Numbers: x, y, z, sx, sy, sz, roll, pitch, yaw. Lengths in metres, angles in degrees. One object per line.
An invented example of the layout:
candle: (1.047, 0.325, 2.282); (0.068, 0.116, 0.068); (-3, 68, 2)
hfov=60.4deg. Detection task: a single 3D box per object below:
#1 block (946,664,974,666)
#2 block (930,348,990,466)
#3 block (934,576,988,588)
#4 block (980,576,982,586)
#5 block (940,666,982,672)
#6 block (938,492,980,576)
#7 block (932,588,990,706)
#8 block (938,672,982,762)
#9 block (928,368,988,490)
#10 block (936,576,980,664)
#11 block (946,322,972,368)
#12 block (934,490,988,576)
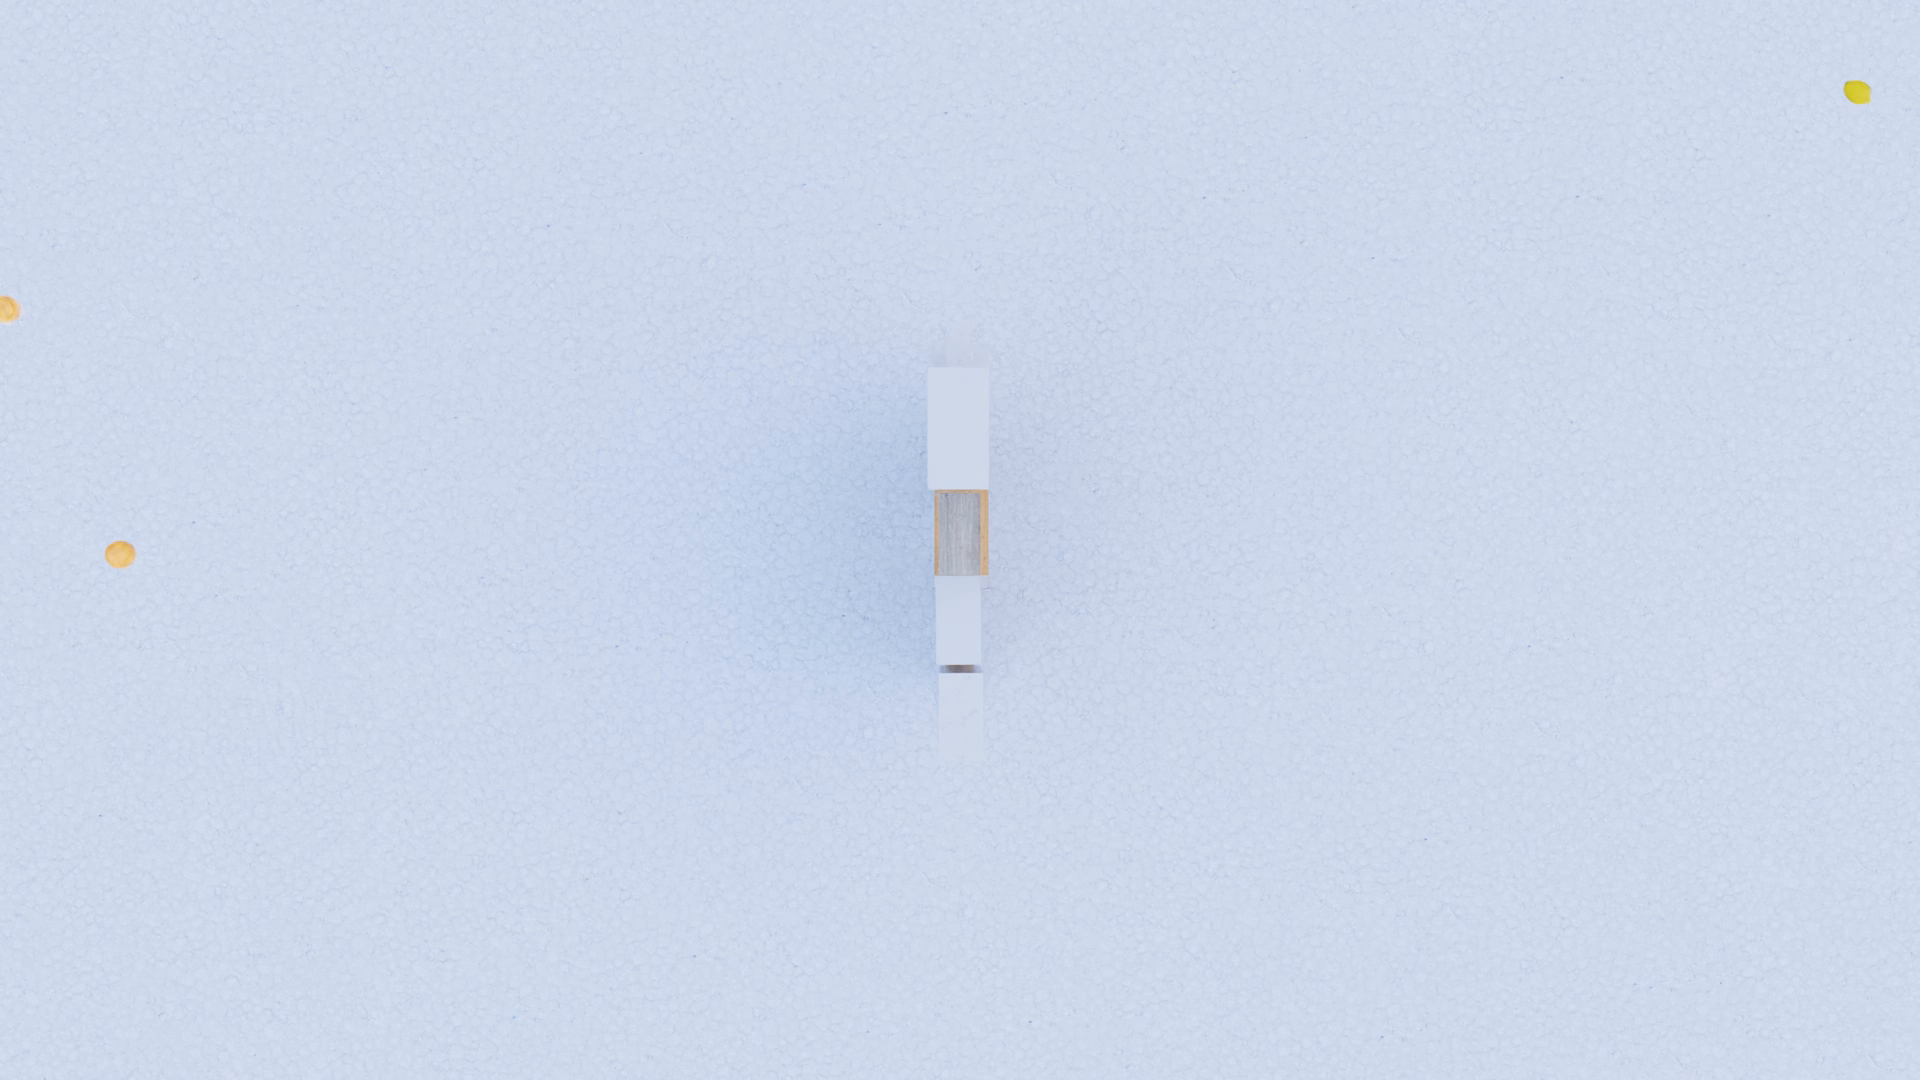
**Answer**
block: (-0.001, 0.281, 4.666); (0.079, 0.022, 0.158); (0, 90, 0)
block: (0.000, -0.362, 4.484); (0.157, 0.045, 0.315); (0, 90, 0)
block: (0.002, -0.008, 5.141); (0.167, 0.047, 0.335); (0, 90, 0)
block: (-0.002, 0.006, 4.838); (0.131, 0.037, 0.261); (0, 90, 0)
block: (0.002, 0.385, 4.540); (0.117, 0.233, 0.033); (0, 95, 0)
block: (-0.001, -0.016, 4.256); (0.106, 0.030, 0.212); (0, 90, 0)
block: (0.004, 0.314, 4.859); (0.172, 0.049, 0.344); (0, 90, 0)
block: (0.002, 0.472, 4.405); (0.117, 0.033, 0.233); (0, 90, 0)
block: (-0.005, -0.279, 4.136); (0.152, 0.043, 0.304); (0, 90, 0)
block: (-0.005, 0.213, 4.402); (0.118, 0.033, 0.236); (0, 90, 0)
block: (-0.002, -0.502, 4.319); (0.067, 0.019, 0.133); (0, 90, 0)
block: (0.004, -0.052, 4.504); (0.148, 0.042, 0.295); (0, 90, 0)
